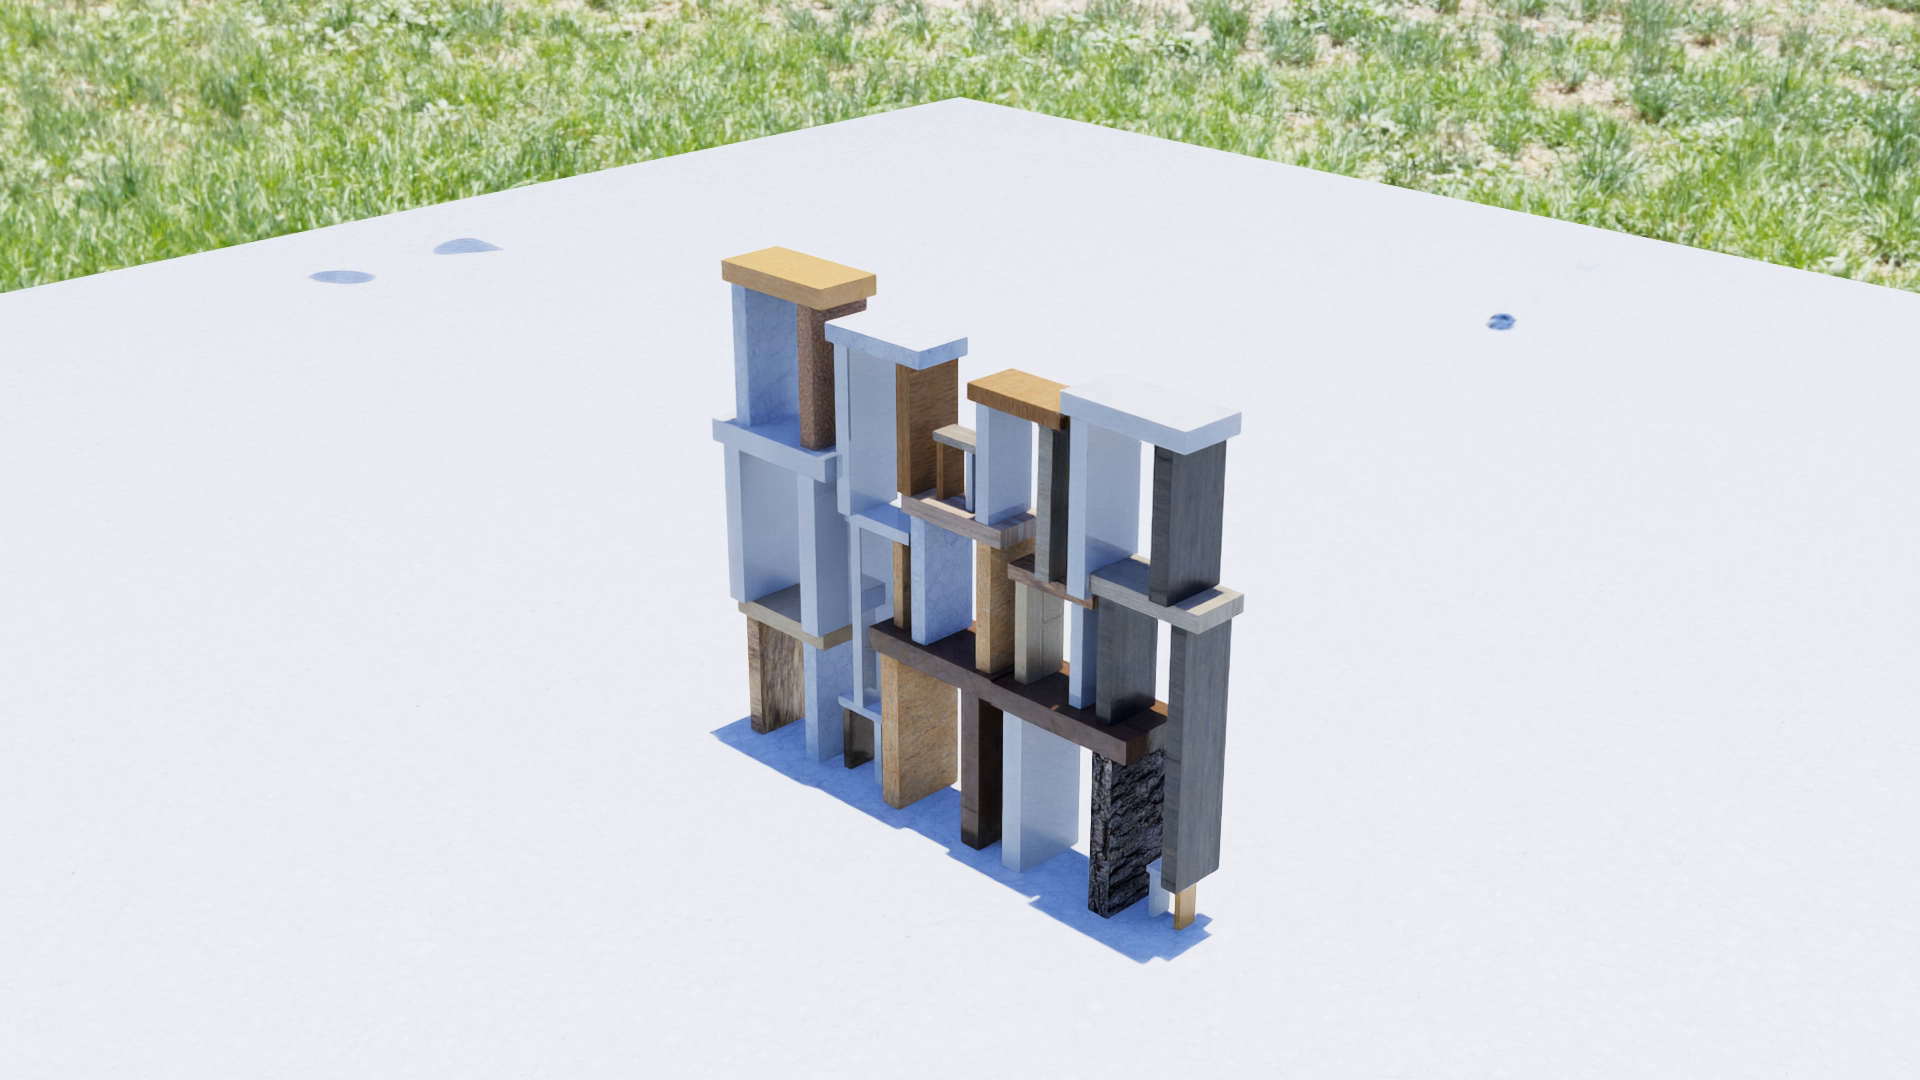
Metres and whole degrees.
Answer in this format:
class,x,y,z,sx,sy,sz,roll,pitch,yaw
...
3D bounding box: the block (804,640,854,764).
class,x,y,z,sx,sy,sz,roll,pitch,yaw
block,-0.263,0.323,4.649,0.039,0.274,0.137,21,31,41

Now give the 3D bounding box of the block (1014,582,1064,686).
class,x,y,z,sx,sy,sz,roll,pitch,yaw
block,0.150,0.160,4.134,0.029,0.207,0.103,21,31,41

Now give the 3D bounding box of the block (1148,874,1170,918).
class,x,y,z,sx,sy,sz,roll,pitch,yaw
block,0.372,0.655,4.100,0.013,0.092,0.046,21,31,41

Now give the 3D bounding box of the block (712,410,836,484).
class,x,y,z,sx,sy,sz,roll,pitch,yaw
block,-0.328,-0.206,4.492,0.347,0.049,0.174,21,31,40

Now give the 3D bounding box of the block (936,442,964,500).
class,x,y,z,sx,sy,sz,roll,pitch,yaw
block,-0.018,-0.139,4.180,0.016,0.116,0.058,21,31,41

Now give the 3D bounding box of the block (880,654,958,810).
class,x,y,z,sx,sy,sz,roll,pitch,yaw
block,-0.081,0.363,4.472,0.048,0.337,0.169,21,31,41

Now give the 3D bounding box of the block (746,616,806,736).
class,x,y,z,sx,sy,sz,roll,pitch,yaw
block,-0.393,0.272,4.768,0.039,0.274,0.137,21,31,41

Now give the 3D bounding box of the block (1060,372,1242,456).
class,x,y,z,sx,sy,sz,roll,pitch,yaw
block,0.325,-0.219,3.773,0.144,0.041,0.288,-21,31,-39

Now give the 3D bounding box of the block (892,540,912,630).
class,x,y,z,sx,sy,sz,roll,pitch,yaw
block,-0.089,0.075,4.360,0.026,0.184,0.092,21,31,41

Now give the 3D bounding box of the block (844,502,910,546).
class,x,y,z,sx,sy,sz,roll,pitch,yaw
block,-0.133,-0.038,4.359,0.184,0.026,0.092,21,31,40

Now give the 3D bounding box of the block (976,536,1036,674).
class,x,y,z,sx,sy,sz,roll,pitch,yaw
block,0.090,0.110,4.176,0.037,0.265,0.132,21,31,41

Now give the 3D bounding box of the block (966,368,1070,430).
class,x,y,z,sx,sy,sz,roll,pitch,yaw
block,0.135,-0.255,3.961,0.117,0.033,0.233,-21,30,-40

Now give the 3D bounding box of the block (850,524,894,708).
class,x,y,z,sx,sy,sz,roll,pitch,yaw
block,-0.177,0.144,4.484,0.092,0.406,0.026,-21,31,-41

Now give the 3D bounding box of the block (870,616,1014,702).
class,x,y,z,sx,sy,sz,roll,pitch,yaw
block,-0.001,0.217,4.324,0.337,0.048,0.169,21,31,41

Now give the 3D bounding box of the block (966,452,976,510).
class,x,y,z,sx,sy,sz,roll,pitch,yaw
block,0.037,-0.118,4.129,0.016,0.116,0.058,21,31,41

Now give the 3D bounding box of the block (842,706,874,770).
class,x,y,z,sx,sy,sz,roll,pitch,yaw
block,-0.211,0.404,4.625,0.020,0.143,0.072,21,31,41

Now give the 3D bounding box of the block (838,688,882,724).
class,x,y,z,sx,sy,sz,roll,pitch,yaw
block,-0.178,0.342,4.562,0.072,0.020,0.143,-21,31,-41

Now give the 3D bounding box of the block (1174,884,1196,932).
class,x,y,z,sx,sy,sz,roll,pitch,yaw
block,0.416,0.672,4.060,0.046,0.092,0.013,-21,31,-41

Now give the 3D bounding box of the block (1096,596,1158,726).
class,x,y,z,sx,sy,sz,roll,pitch,yaw
block,0.303,0.201,3.982,0.125,0.250,0.035,-21,31,-41

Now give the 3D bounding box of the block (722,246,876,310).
class,x,y,z,sx,sy,sz,roll,pitch,yaw
block,-0.321,-0.521,4.359,0.296,0.042,0.148,21,31,40

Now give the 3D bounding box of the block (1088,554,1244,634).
class,x,y,z,sx,sy,sz,roll,pitch,yaw
block,0.362,0.093,3.872,0.125,0.035,0.250,-21,31,-40

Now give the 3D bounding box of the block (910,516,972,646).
class,x,y,z,sx,sy,sz,roll,pitch,yaw
block,-0.035,0.061,4.291,0.037,0.265,0.132,21,31,41

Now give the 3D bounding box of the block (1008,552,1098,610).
class,x,y,z,sx,sy,sz,roll,pitch,yaw
block,0.198,0.070,4.044,0.207,0.029,0.104,20,31,39

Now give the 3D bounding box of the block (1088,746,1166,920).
class,x,y,z,sx,sy,sz,roll,pitch,yaw
block,0.317,0.522,4.100,0.048,0.337,0.168,21,31,41

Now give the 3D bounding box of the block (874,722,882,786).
class,x,y,z,sx,sy,sz,roll,pitch,yaw
block,-0.144,0.431,4.563,0.020,0.143,0.072,21,31,41

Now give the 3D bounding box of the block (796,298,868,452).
class,x,y,z,sx,sy,sz,roll,pitch,yaw
block,-0.251,-0.338,4.361,0.042,0.296,0.148,21,31,40

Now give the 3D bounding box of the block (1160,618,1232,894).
class,x,y,z,sx,sy,sz,roll,pitch,yaw
block,0.421,0.376,3.928,0.125,0.530,0.035,-21,31,-40

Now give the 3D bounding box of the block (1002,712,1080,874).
class,x,y,z,sx,sy,sz,roll,pitch,yaw
block,0.158,0.460,4.247,0.048,0.337,0.168,21,31,41

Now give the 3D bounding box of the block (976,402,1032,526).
class,x,y,z,sx,sy,sz,roll,pitch,yaw
block,0.082,-0.154,4.065,0.033,0.233,0.117,21,31,41

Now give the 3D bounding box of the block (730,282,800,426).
class,x,y,z,sx,sy,sz,roll,pitch,yaw
block,-0.391,-0.392,4.489,0.042,0.296,0.148,21,31,40

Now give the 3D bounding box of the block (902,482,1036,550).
class,x,y,z,sx,sy,sz,roll,pitch,yaw
block,0.028,-0.053,4.175,0.265,0.037,0.132,21,31,41

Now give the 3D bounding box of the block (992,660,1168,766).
class,x,y,z,sx,sy,sz,roll,pitch,yaw
block,0.237,0.314,4.098,0.337,0.048,0.168,21,31,41

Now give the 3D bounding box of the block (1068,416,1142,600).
class,x,y,z,sx,sy,sz,roll,pitch,yaw
block,0.258,-0.073,3.912,0.144,0.337,0.041,-21,31,-40

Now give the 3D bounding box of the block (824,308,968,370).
class,x,y,z,sx,sy,sz,roll,pitch,yaw
block,-0.123,-0.385,4.197,0.259,0.037,0.130,21,31,40

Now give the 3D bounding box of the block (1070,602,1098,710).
class,x,y,z,sx,sy,sz,roll,pitch,yaw
block,0.248,0.198,4.045,0.029,0.207,0.103,21,31,40

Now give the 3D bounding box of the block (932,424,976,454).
class,x,y,z,sx,sy,sz,roll,pitch,yaw
block,0.010,-0.189,4.129,0.116,0.016,0.058,21,31,41

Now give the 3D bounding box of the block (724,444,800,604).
class,x,y,z,sx,sy,sz,roll,pitch,yaw
block,-0.410,-0.056,4.645,0.049,0.347,0.174,21,31,40

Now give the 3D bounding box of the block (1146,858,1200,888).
class,x,y,z,sx,sy,sz,roll,pitch,yaw
block,0.394,0.615,4.060,0.046,0.013,0.092,-21,31,-41

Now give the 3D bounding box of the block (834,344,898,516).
class,x,y,z,sx,sy,sz,roll,pitch,yaw
block,-0.184,-0.230,4.329,0.037,0.351,0.130,21,31,41

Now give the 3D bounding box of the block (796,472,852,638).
class,x,y,z,sx,sy,sz,roll,pitch,yaw
block,-0.247,0.008,4.494,0.049,0.347,0.174,21,31,40

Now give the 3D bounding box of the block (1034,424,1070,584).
class,x,y,z,sx,sy,sz,roll,pitch,yaw
block,0.189,-0.080,3.976,0.033,0.300,0.117,21,31,38

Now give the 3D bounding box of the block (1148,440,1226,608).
class,x,y,z,sx,sy,sz,roll,pitch,yaw
block,0.391,-0.041,3.774,0.144,0.288,0.041,-21,31,-40

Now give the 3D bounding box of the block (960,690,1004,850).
class,x,y,z,sx,sy,sz,roll,pitch,yaw
block,0.078,0.426,4.326,0.048,0.337,0.169,21,31,41

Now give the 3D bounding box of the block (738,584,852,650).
class,x,y,z,sx,sy,sz,roll,pitch,yaw
block,-0.328,0.153,4.647,0.137,0.039,0.274,-21,31,-41

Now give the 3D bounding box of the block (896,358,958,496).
class,x,y,z,sx,sy,sz,roll,pitch,yaw
block,-0.062,-0.225,4.199,0.037,0.259,0.130,21,31,41
